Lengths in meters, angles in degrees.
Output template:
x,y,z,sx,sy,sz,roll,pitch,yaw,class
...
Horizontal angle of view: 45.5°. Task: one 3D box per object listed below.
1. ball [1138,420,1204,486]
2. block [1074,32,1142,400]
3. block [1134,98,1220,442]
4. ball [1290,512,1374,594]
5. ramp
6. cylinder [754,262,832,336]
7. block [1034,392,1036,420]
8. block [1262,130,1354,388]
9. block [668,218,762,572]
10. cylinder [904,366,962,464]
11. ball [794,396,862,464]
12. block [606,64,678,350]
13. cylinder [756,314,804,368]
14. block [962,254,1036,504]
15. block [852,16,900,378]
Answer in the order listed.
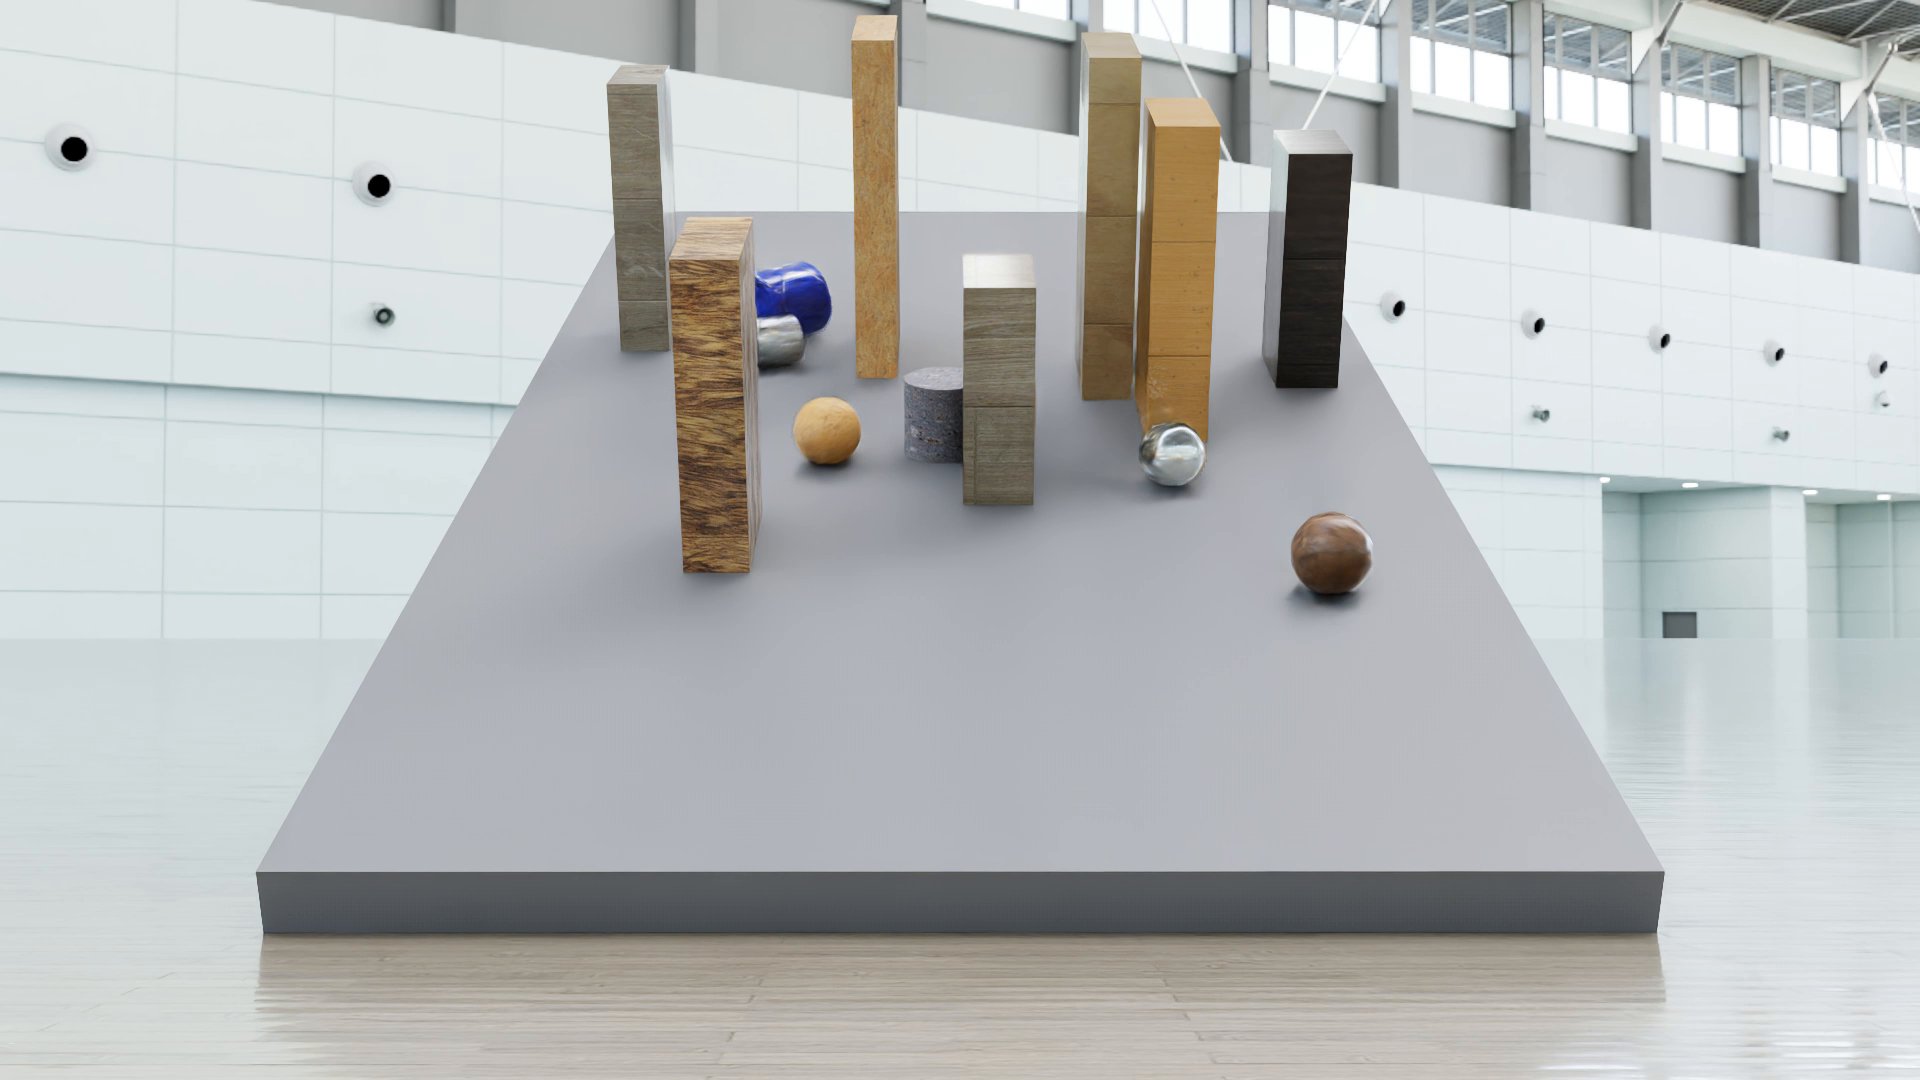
x,y,z,sx,sy,sz,roll,pitch,yaw,class
0.435,-0.177,4.707,0.135,0.135,0.135,0,-2,0,ball
0.337,-0.747,5.270,0.114,0.779,0.339,0,22,0,block
0.471,-0.593,5.006,0.134,0.688,0.315,0,22,0,block
0.678,0.024,4.177,0.150,0.150,0.150,0,-2,0,ball
-0.006,-0.218,5.128,2.000,0.100,4.000,0,22,0,ramp
-0.445,-0.583,5.666,0.180,0.180,0.180,-19,11,-40,cylinder
0.088,-0.268,4.973,0.107,0.107,0.107,17,27,36,block
0.809,-0.659,5.363,0.144,0.550,0.266,0,22,0,block
-0.456,-0.277,4.320,0.124,0.601,0.317,0,22,0,block
-0.037,-0.268,4.895,0.163,0.163,0.163,0,22,0,cylinder
-0.279,-0.231,4.826,0.143,0.143,0.143,0,-2,0,ball
-0.771,-0.814,5.611,0.119,0.650,0.259,0,22,0,block
-0.452,-0.476,5.481,0.118,0.118,0.118,-12,4,-28,cylinder
0.077,-0.329,4.657,0.141,0.451,0.259,0,22,0,block
-0.197,-0.815,5.425,0.095,0.790,0.361,0,22,0,block
